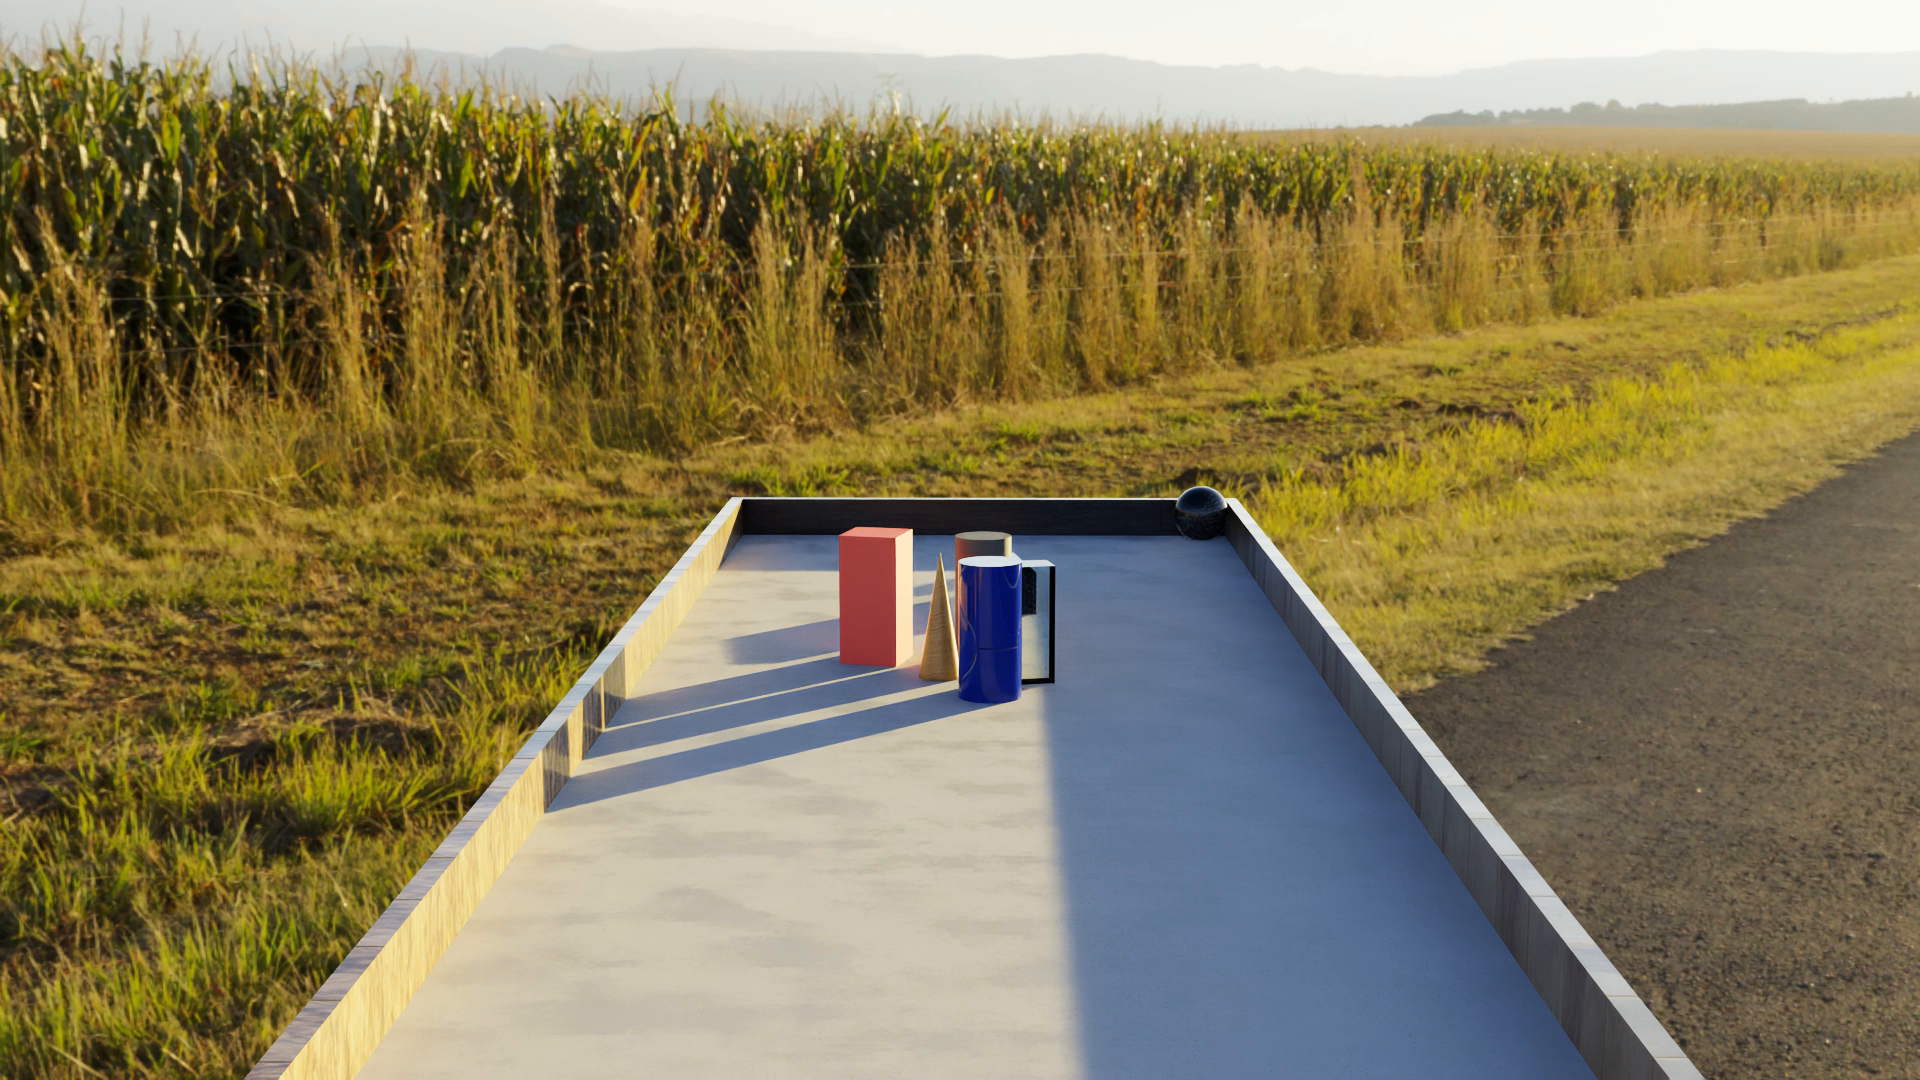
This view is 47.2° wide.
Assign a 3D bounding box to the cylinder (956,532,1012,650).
[{"bbox_3d":[0.070,0.175,6.686,0.170,0.381,0.170,0,9,0],"label":"cylinder"}]

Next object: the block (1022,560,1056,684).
[{"bbox_3d":[0.211,0.238,6.402,0.109,0.345,0.109,-2,9,-11],"label":"block"}]

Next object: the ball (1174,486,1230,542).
[{"bbox_3d":[0.984,-0.107,8.962,0.226,0.226,0.226,0,9,0],"label":"ball"}]

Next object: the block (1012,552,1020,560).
[{"bbox_3d":[0.150,0.147,7.630,0.142,0.142,0.389,-1,9,-9],"label":"block"}]

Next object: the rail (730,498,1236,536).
[{"bbox_3d":[0.099,-0.098,9.147,2.100,0.150,0.050,0,9,1],"label":"rail"}]

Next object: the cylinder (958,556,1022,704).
[{"bbox_3d":[0.085,0.251,6.190,0.179,0.387,0.179,0,9,0],"label":"cylinder"}]

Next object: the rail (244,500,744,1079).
[{"bbox_3d":[-1.004,0.839,3.234,0.050,0.150,12.000,0,9,1],"label":"rail"}]

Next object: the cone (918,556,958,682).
[{"bbox_3d":[-0.058,0.217,6.439,0.127,0.376,0.127,0,9,0],"label":"cone"}]

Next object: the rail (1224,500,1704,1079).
[{"bbox_3d":[1.046,0.843,3.208,0.050,0.150,12.000,0,9,1],"label":"rail"}]

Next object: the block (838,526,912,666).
[{"bbox_3d":[-0.254,0.171,6.678,0.178,0.393,0.178,2,9,14],"label":"block"}]
